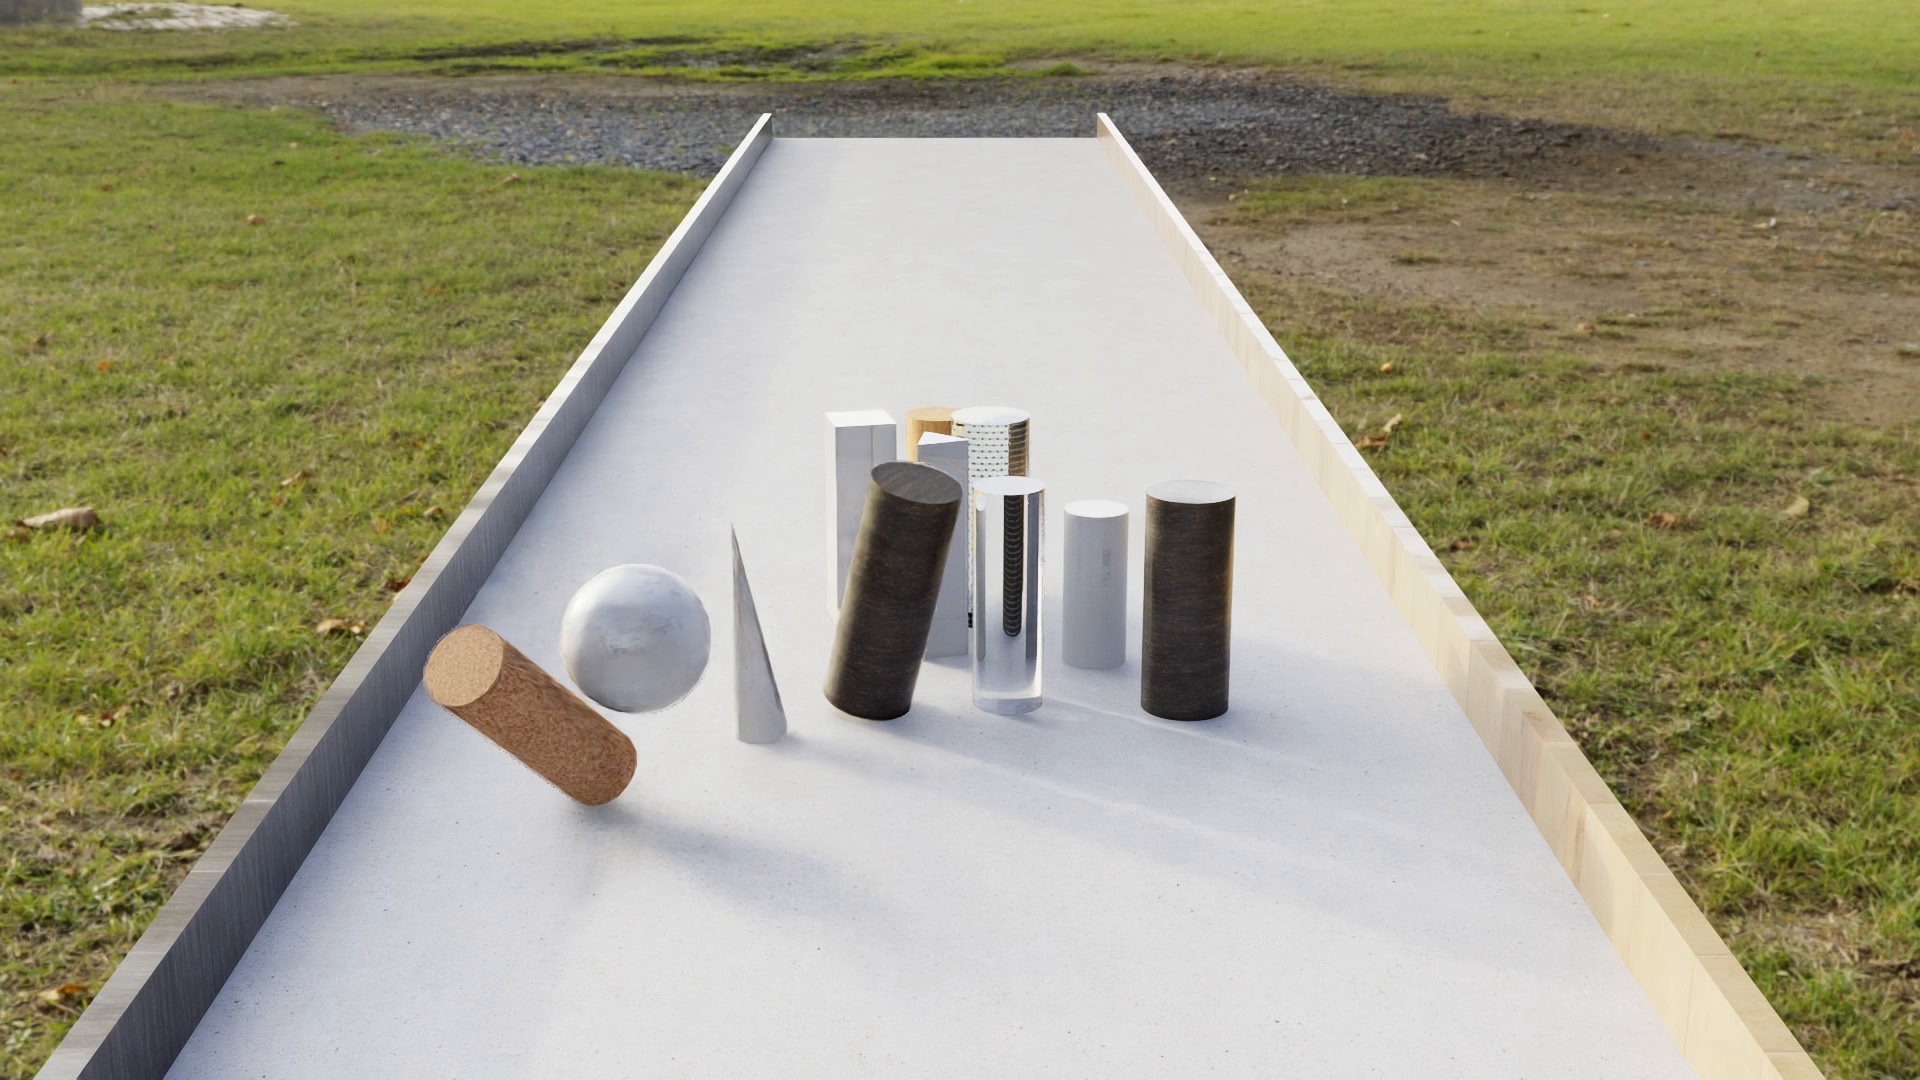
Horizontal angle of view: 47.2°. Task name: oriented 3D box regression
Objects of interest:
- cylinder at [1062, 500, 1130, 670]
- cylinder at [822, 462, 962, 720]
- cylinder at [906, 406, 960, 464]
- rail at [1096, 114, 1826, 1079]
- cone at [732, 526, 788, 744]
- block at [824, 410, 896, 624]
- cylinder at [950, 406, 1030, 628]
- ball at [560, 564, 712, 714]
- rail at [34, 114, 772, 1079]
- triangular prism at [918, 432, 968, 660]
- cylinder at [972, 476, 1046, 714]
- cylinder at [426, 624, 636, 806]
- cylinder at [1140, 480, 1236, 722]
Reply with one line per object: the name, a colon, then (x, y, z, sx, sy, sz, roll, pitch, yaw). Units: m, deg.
cylinder: (0.269, 0.088, 4.381, 0.129, 0.313, 0.129, 0, 17, 0)
cylinder: (-0.127, 0.096, 4.062, 0.170, 0.452, 0.170, 12, 24, -5)
cylinder: (-0.050, -0.092, 4.865, 0.136, 0.383, 0.136, 0, 17, 0)
rail: (0.932, -0.844, 7.801, 0.050, 0.150, 12.000, 0, 17, -1)
cone: (-0.380, 0.155, 3.907, 0.102, 0.445, 0.102, -3, 32, 2)
block: (-0.207, -0.044, 4.610, 0.128, 0.435, 0.128, -4, 17, -13)
cylinder: (0.063, -0.047, 4.614, 0.164, 0.440, 0.164, 0, 17, 0)
ball: (-0.534, 0.162, 3.624, 0.249, 0.249, 0.249, 0, 17, 0)
rail: (-1.118, -0.838, 7.780, 0.050, 0.150, 12.000, 0, 17, -1)
triangular prism: (-0.050, 0.010, 4.409, 0.106, 0.446, 0.092, -7, 18, -22)
cylinder: (0.090, 0.104, 4.127, 0.134, 0.428, 0.134, 0, 17, 0)
cylinder: (-0.687, 0.290, 3.565, 0.137, 0.137, 0.437, 9, -23, 26)
cylinder: (0.426, 0.112, 4.112, 0.166, 0.420, 0.166, 0, 17, 0)
